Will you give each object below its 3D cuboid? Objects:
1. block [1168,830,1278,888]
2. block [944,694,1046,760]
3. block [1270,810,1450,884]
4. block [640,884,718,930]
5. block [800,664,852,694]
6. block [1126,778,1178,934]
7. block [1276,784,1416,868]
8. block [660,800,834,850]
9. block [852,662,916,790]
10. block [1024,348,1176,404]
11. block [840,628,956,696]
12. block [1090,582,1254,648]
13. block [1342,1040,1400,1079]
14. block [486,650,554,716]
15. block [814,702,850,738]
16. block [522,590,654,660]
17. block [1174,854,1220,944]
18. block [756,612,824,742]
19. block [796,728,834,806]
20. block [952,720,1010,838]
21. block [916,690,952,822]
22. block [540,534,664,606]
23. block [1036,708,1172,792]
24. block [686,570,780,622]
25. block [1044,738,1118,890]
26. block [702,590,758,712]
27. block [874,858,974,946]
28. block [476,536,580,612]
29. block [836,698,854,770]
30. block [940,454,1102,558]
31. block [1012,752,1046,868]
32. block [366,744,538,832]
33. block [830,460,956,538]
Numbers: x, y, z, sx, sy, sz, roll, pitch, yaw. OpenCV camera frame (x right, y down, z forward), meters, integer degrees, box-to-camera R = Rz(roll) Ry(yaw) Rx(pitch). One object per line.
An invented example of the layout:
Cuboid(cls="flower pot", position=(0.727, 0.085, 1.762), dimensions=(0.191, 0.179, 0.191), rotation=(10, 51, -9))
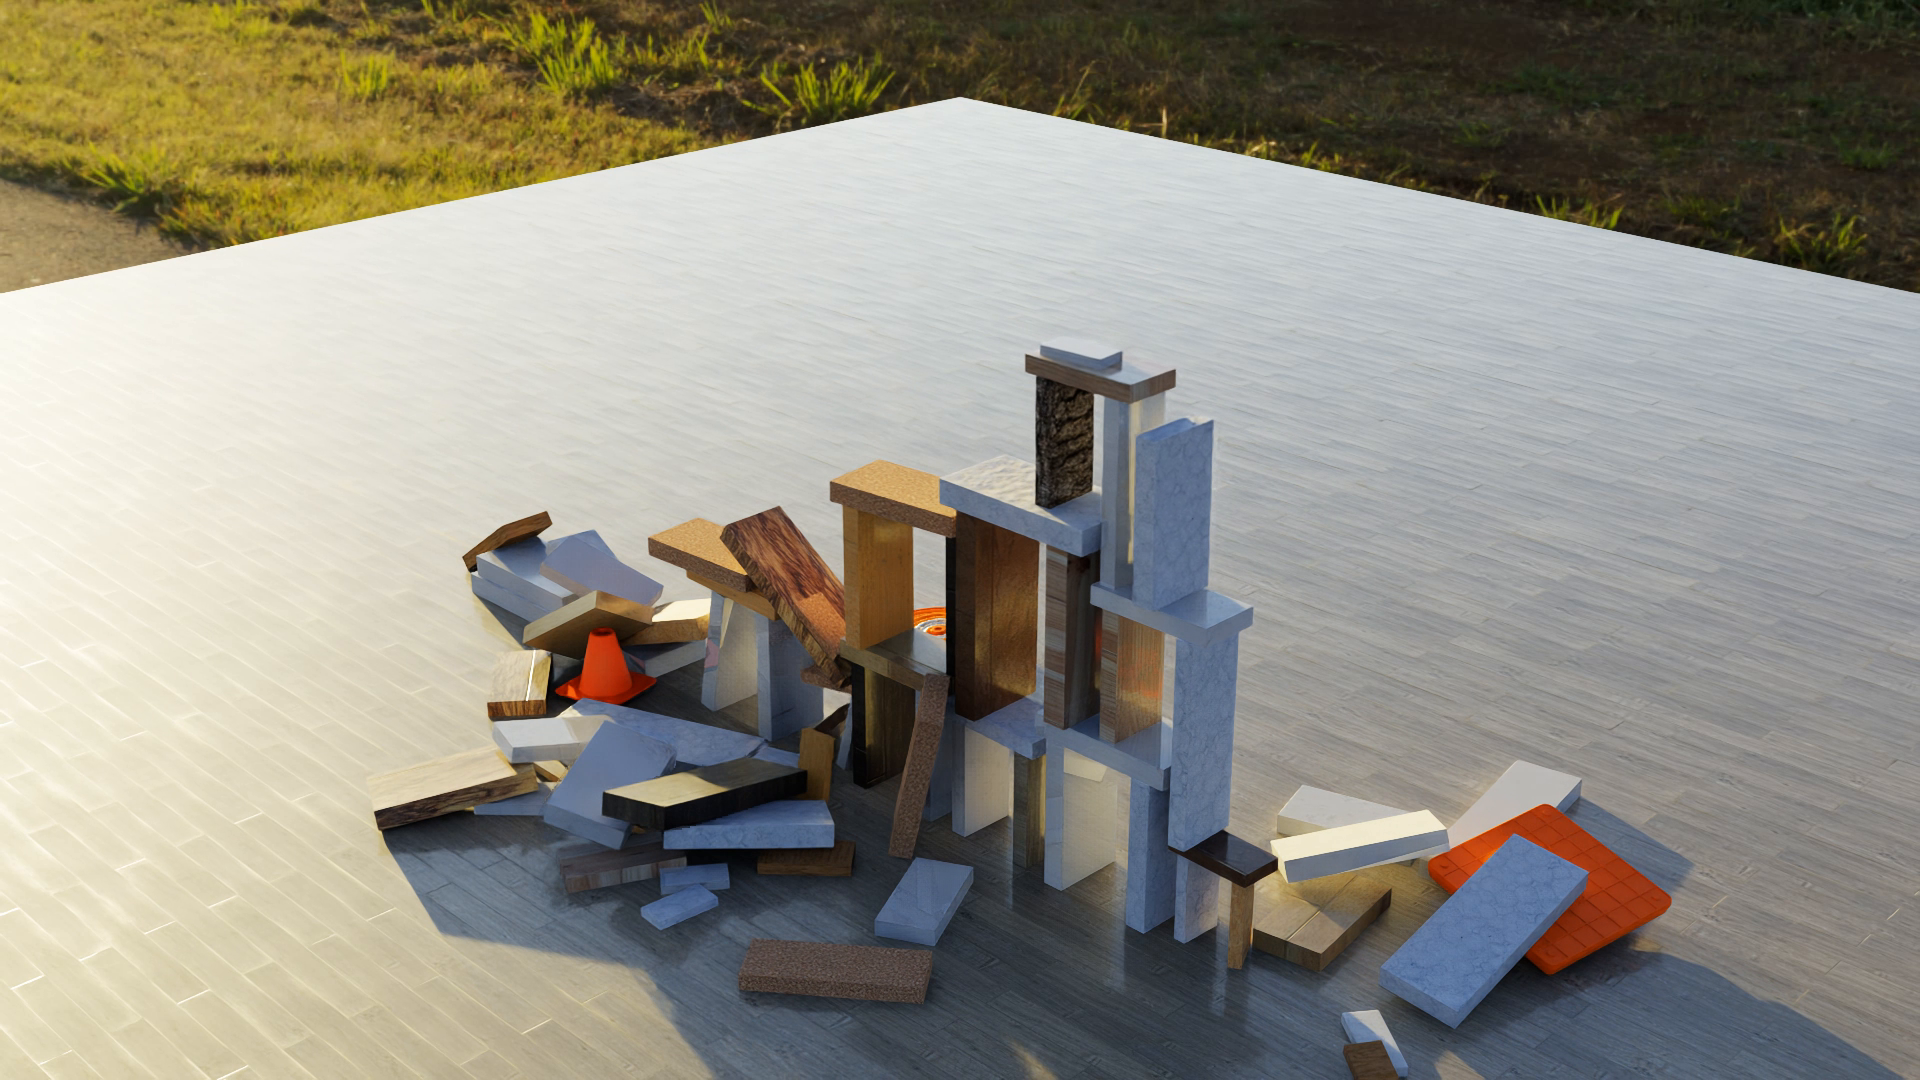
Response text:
Cuboid(cls="block", position=(0.471, 0.561, 3.941), dimensions=(0.090, 0.026, 0.181), rotation=(-20, 30, -39))
Cuboid(cls="block", position=(0.098, 0.346, 4.259), dimensions=(0.125, 0.035, 0.250), rotation=(-20, 30, -38))
Cuboid(cls="block", position=(0.762, 0.584, 4.198), dimensions=(0.311, 0.044, 0.156), rotation=(-11, 6, 0))
Cuboid(cls="block", position=(-0.525, 0.686, 4.119), dimensions=(0.130, 0.018, 0.065), rotation=(-18, 29, -37))
Cuboid(cls="block", position=(-0.238, 0.286, 4.605), dimensions=(0.093, 0.026, 0.186), rotation=(-21, 21, -41))
Cuboid(cls="block", position=(0.378, 0.555, 4.055), dimensions=(0.155, 0.311, 0.044), rotation=(-21, 31, -40))
Cuboid(cls="block", position=(0.786, 0.567, 4.374), dimensions=(0.277, 0.039, 0.139), rotation=(12, 26, 27))
Cuboid(cls="block", position=(-0.419, 0.557, 4.310), dimensions=(0.328, 0.046, 0.164), rotation=(1, 10, -11))
Cuboid(cls="block", position=(-0.157, 0.360, 4.549), dimensions=(0.040, 0.284, 0.142), rotation=(21, 31, 40))
Cuboid(cls="block", position=(0.244, -0.297, 3.843), dimensions=(0.243, 0.034, 0.122), rotation=(21, 31, 40))
Cuboid(cls="block", position=(-0.092, 0.237, 4.423), dimensions=(0.284, 0.040, 0.142), rotation=(21, 30, 40))
Cuboid(cls="block", position=(0.371, 0.114, 3.868), dimensions=(0.261, 0.037, 0.130), rotation=(21, 31, 40))
Cuboid(cls="block", position=(0.684, 0.883, 3.620), dimensions=(0.066, 0.019, 0.131), rotation=(-5, 35, -10))
Cuboid(cls="block", position=(-0.990, 0.321, 4.958), dimensions=(0.127, 0.036, 0.254), rotation=(-2, 23, -6))
Cuboid(cls="block", position=(-0.255, 0.385, 4.665), dimensions=(0.093, 0.026, 0.186), rotation=(-22, -13, -41))
Cuboid(cls="block", position=(-0.841, 0.194, 4.964), dimensions=(0.150, 0.042, 0.300), rotation=(21, -31, -37))
Cuboid(cls="block", position=(0.435, 0.639, 4.022), dimensions=(0.090, 0.181, 0.026), rotation=(-20, 30, -39))
Cuboid(cls="block", position=(-0.366, 0.271, 4.737), dimensions=(0.042, 0.300, 0.150), rotation=(22, 31, 40))
Cuboid(cls="block", position=(-0.296, 0.463, 4.481), dimensions=(0.072, 0.145, 0.021), rotation=(17, 17, 35))
Cuboid(cls="block", position=(0.042, 0.453, 4.372), dimensions=(0.125, 0.250, 0.035), rotation=(-21, 31, -40))
Cuboid(cls="block", position=(-0.024, 0.411, 4.428), dimensions=(0.040, 0.284, 0.142), rotation=(21, 31, 40))
Cuboid(cls="block", position=(-0.845, 0.094, 5.185), dimensions=(0.260, 0.037, 0.130), rotation=(28, 39, 8))
Cuboid(cls="block", position=(0.305, 0.363, 4.054), dimensions=(0.310, 0.044, 0.155), rotation=(21, 31, 41))
Cuboid(cls="block", position=(-0.437, 0.086, 4.732), dimensions=(0.150, 0.042, 0.300), rotation=(-21, 31, -40))
Cuboid(cls="block", position=(0.232, 0.498, 4.190), dimensions=(0.044, 0.310, 0.155), rotation=(21, 31, 41))
Cuboid(cls="block", position=(-0.487, 0.223, 4.849), dimensions=(0.150, 0.300, 0.042), rotation=(-22, 42, -41))
Cuboid(cls="block", position=(-0.065, 0.676, 4.125), dimensions=(0.116, 0.033, 0.232), rotation=(7, 24, 17))
Cuboid(cls="block", position=(-1.001, 0.086, 5.364), dimensions=(0.356, 0.050, 0.178), rotation=(21, 31, 40))
Cuboid(cls="block", position=(-0.200, 0.389, 4.605), dimensions=(0.093, 0.186, 0.026), rotation=(-22, 47, -41))
Cuboid(cls="block", position=(0.150, -0.067, 4.032), dimensions=(0.356, 0.050, 0.178), rotation=(21, 31, 40))
Cuboid(cls="block", position=(0.160, 0.499, 4.264), dimensions=(0.125, 0.250, 0.035), rotation=(-21, 31, -41))
Cuboid(cls="block", position=(-1.036, 0.496, 4.484), dimensions=(0.323, 0.046, 0.162), rotation=(-14, 24, -16))
Cuboid(cls="block", position=(-0.089, -0.083, 4.291), dimensions=(0.304, 0.043, 0.152), rotation=(17, 28, 35))
